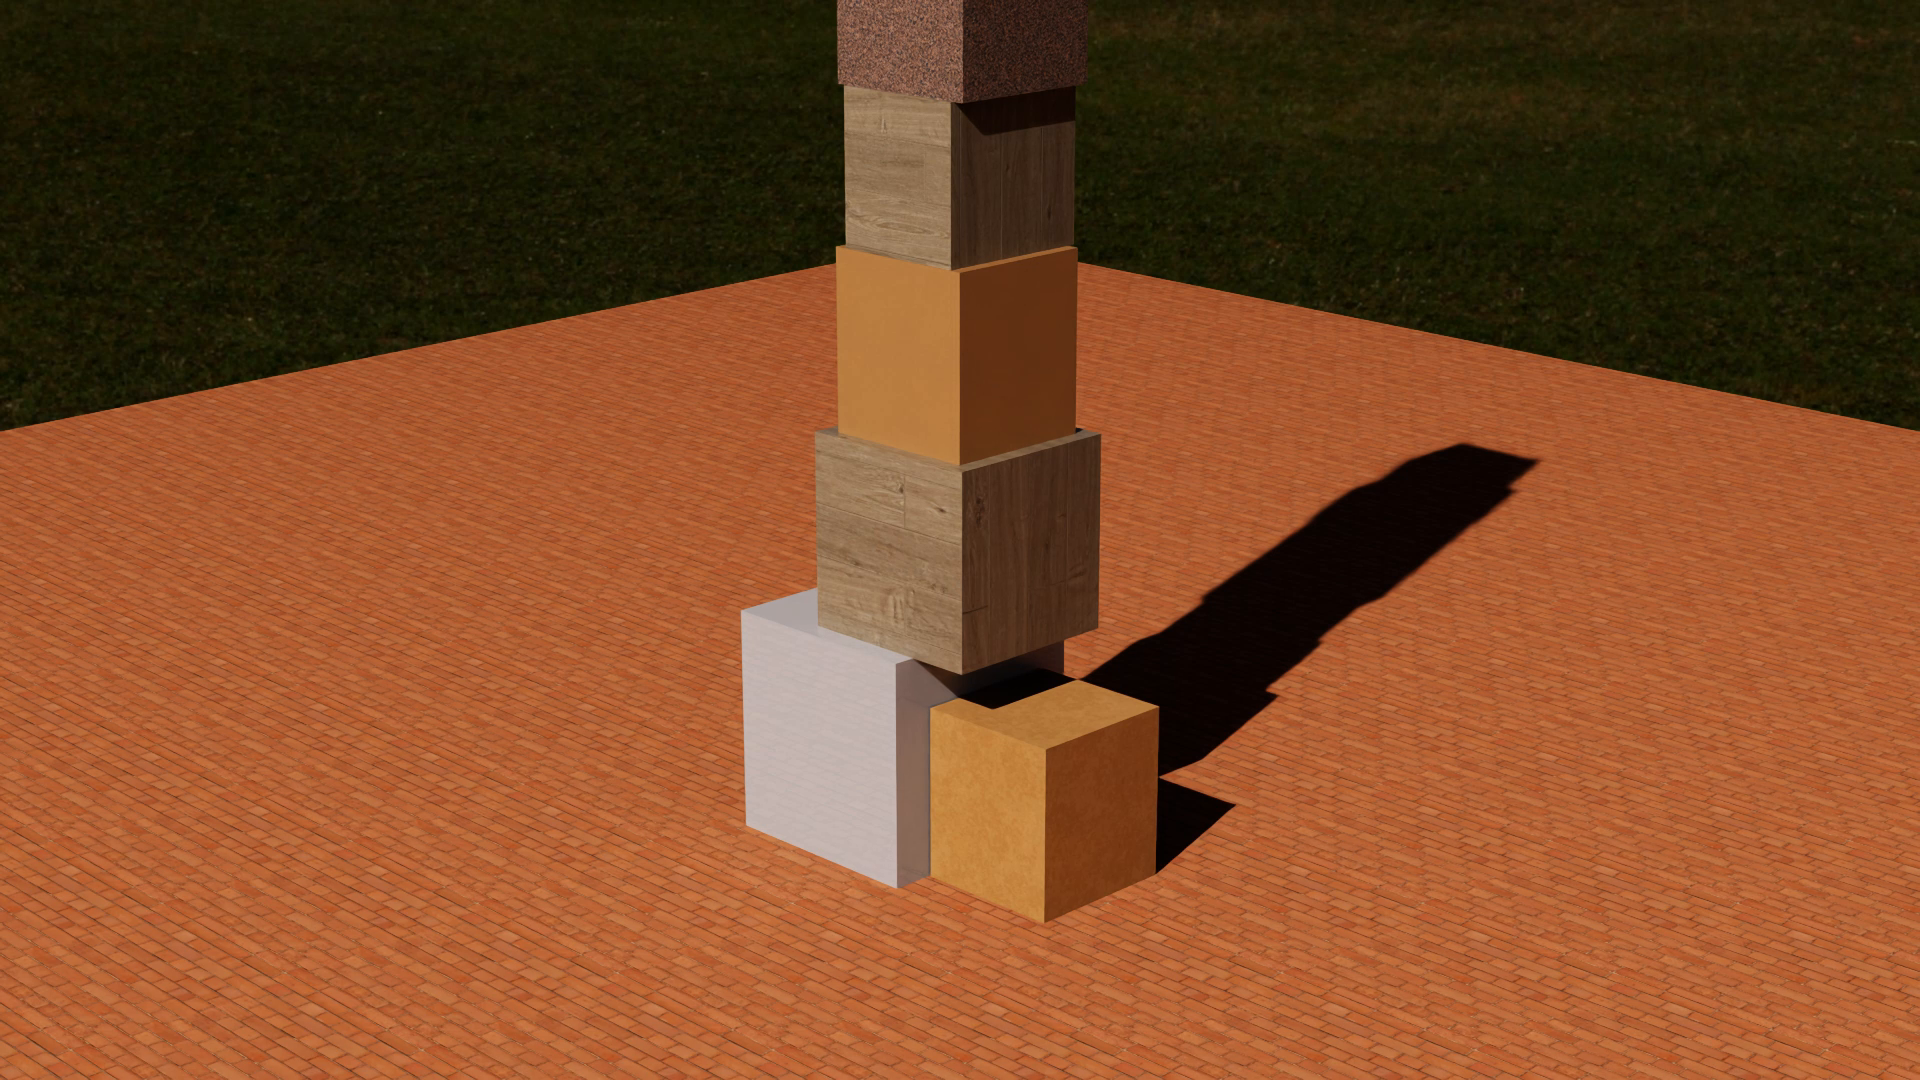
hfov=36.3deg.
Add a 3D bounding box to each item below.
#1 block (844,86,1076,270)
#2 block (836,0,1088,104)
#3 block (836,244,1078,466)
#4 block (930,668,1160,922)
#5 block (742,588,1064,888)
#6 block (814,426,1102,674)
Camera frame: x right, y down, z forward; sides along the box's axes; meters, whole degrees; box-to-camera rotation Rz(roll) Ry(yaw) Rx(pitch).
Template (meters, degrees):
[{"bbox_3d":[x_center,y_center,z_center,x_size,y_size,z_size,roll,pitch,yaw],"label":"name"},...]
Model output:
[{"bbox_3d":[0.001,-1.637,12.828,0.767,0.716,0.655,-17,24,-42],"label":"block"},{"bbox_3d":[0.011,-2.335,12.619,0.764,0.742,0.767,-17,24,-42],"label":"block"},{"bbox_3d":[-0.014,-0.886,13.048,0.736,0.848,0.771,-17,24,-42],"label":"block"},{"bbox_3d":[0.382,1.146,13.323,0.743,0.824,0.714,-17,24,-42],"label":"block"},{"bbox_3d":[-0.266,0.840,13.863,1.096,1.085,1.041,-17,24,-42],"label":"block"},{"bbox_3d":[-0.009,-0.042,13.319,0.885,0.924,0.935,-17,24,-42],"label":"block"}]
